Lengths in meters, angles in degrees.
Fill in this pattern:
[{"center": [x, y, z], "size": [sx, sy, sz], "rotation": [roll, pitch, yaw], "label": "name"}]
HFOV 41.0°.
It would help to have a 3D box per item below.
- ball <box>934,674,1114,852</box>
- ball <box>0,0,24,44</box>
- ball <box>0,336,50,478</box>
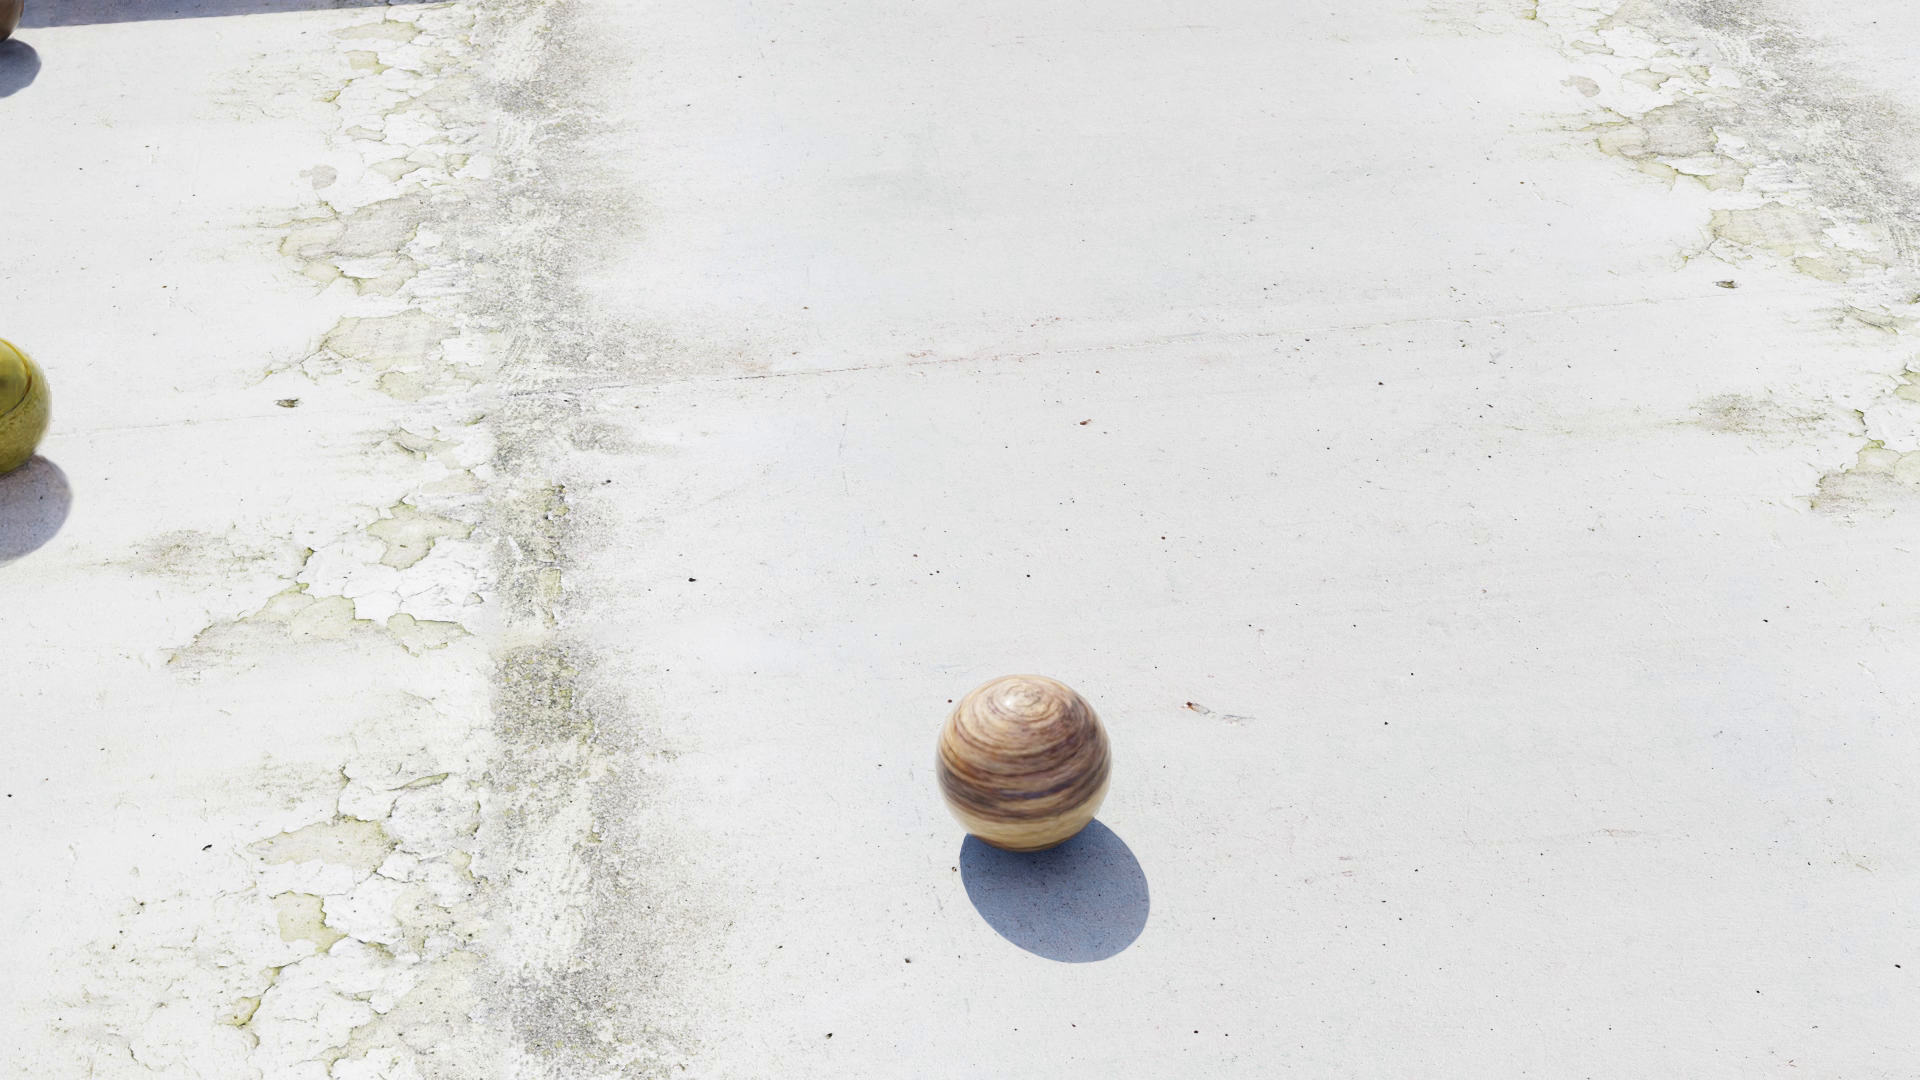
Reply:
[{"center": [0.033, 0.116, 1.339], "size": [0.093, 0.093, 0.093], "rotation": [0, 36, 0], "label": "ball"}, {"center": [-0.815, -0.446, 2.099], "size": [0.095, 0.095, 0.095], "rotation": [0, 36, 0], "label": "ball"}, {"center": [-0.621, -0.084, 1.607], "size": [0.096, 0.096, 0.096], "rotation": [0, 36, 0], "label": "ball"}]
